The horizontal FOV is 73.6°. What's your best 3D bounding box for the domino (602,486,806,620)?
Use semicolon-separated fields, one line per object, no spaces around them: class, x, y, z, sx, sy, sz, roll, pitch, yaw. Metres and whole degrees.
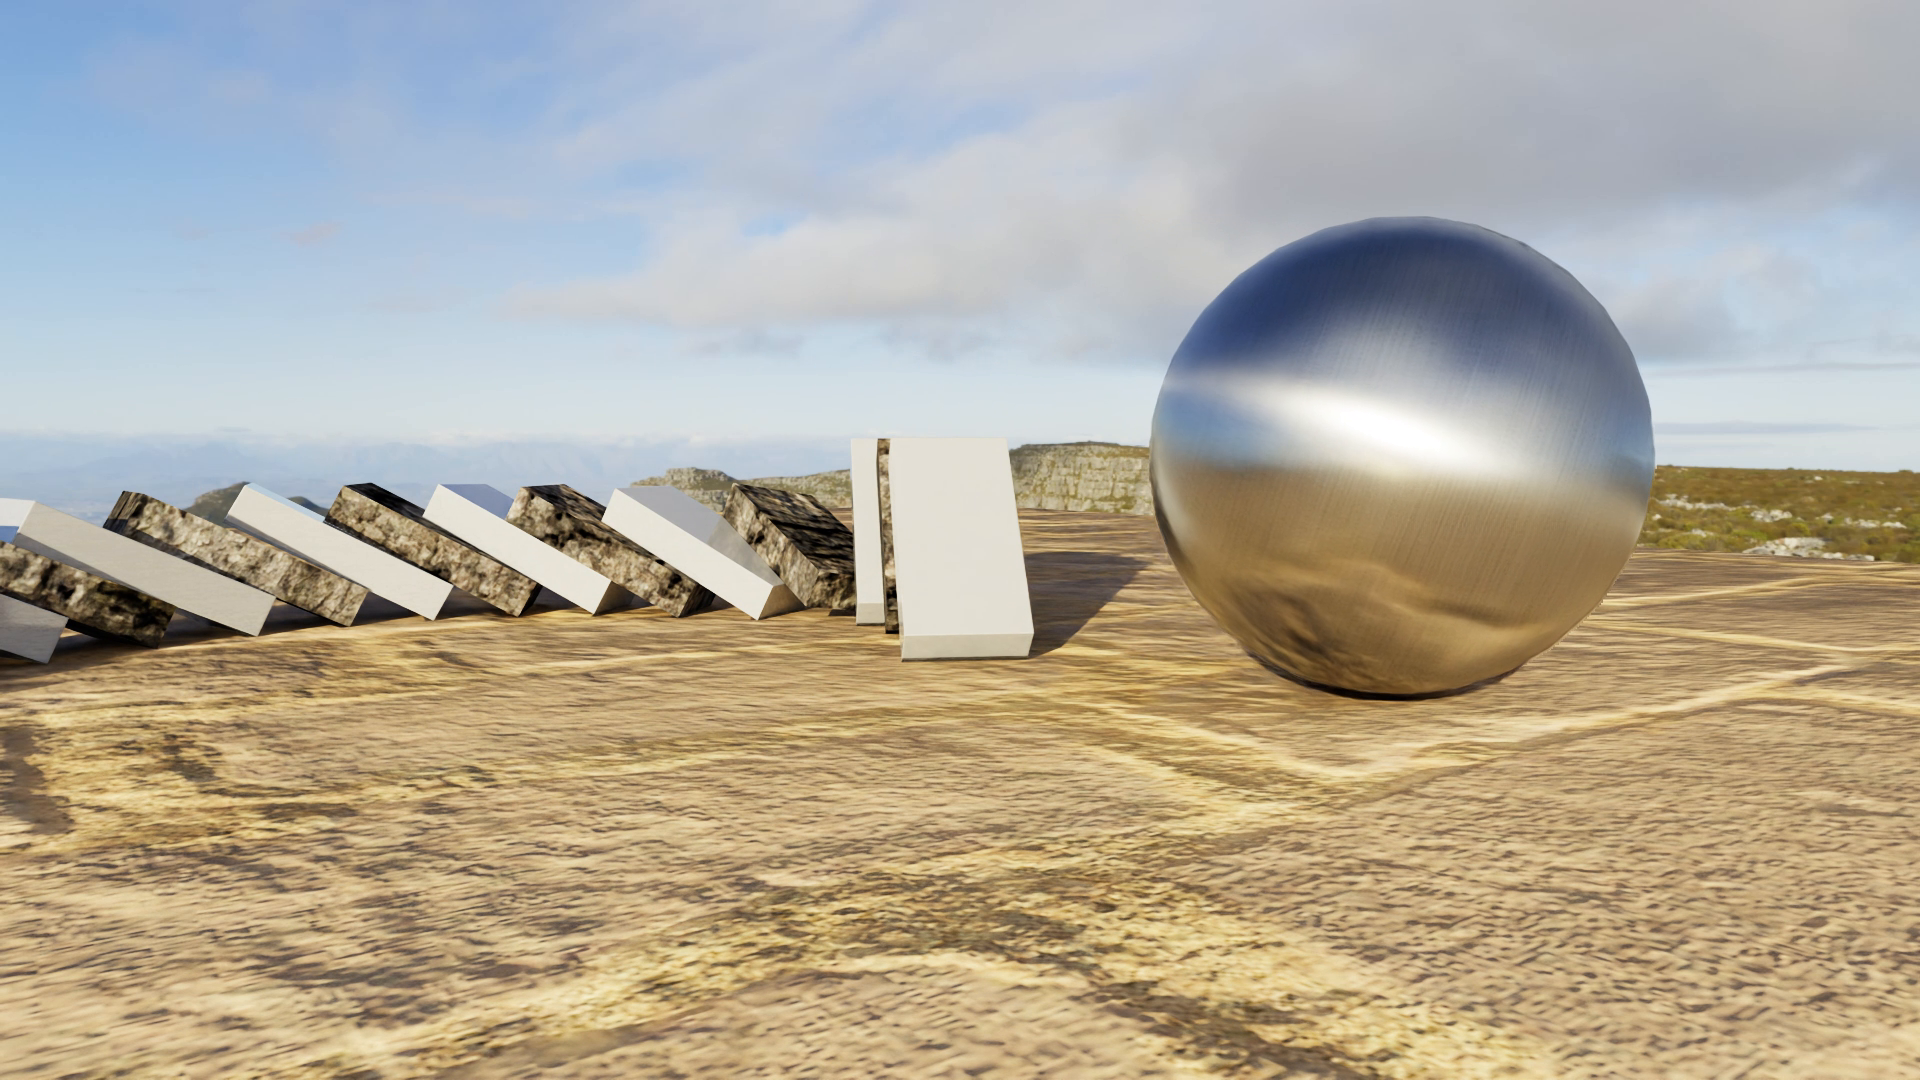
domino;-0.063;0.002;0.327;0.050;0.010;0.025;30;14;16

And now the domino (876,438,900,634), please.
domino;-0.006;-0.002;0.301;0.025;0.050;0.010;-1;-37;-7

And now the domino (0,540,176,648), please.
domino;-0.188;0.008;0.255;0.025;0.010;0.050;3;-22;32

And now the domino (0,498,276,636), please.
domino;-0.178;0.006;0.275;0.025;0.009;0.050;4;-22;39

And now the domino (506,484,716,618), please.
domino;-0.087;0.002;0.327;0.050;0.009;0.025;29;7;4

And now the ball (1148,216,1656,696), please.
ball;0.072;-0.014;0.217;0.080;0.080;0.080;0;4;0

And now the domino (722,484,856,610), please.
domino;-0.039;0.002;0.330;0.025;0.009;0.050;8;22;-40

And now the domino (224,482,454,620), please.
domino;-0.150;0.003;0.311;0.050;0.010;0.025;31;-9;-24

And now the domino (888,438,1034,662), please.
domino;-0.001;0.001;0.264;0.025;0.050;0.010;-1;-37;-7

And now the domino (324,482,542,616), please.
domino;-0.130;0.002;0.323;0.050;0.010;0.025;29;-1;-11

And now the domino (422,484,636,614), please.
domino;-0.109;0.002;0.330;0.050;0.010;0.025;29;5;4

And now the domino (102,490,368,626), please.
domino;-0.165;0.005;0.293;0.025;0.010;0.050;5;-22;48

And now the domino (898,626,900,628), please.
domino;-0.002;-0.001;0.289;0.025;0.050;0.009;0;-37;-7

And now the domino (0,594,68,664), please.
domino;-0.197;0.009;0.235;0.025;0.010;0.050;2;-22;27

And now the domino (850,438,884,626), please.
domino;-0.013;-0.003;0.313;0.025;0.050;0.010;0;-37;-7
